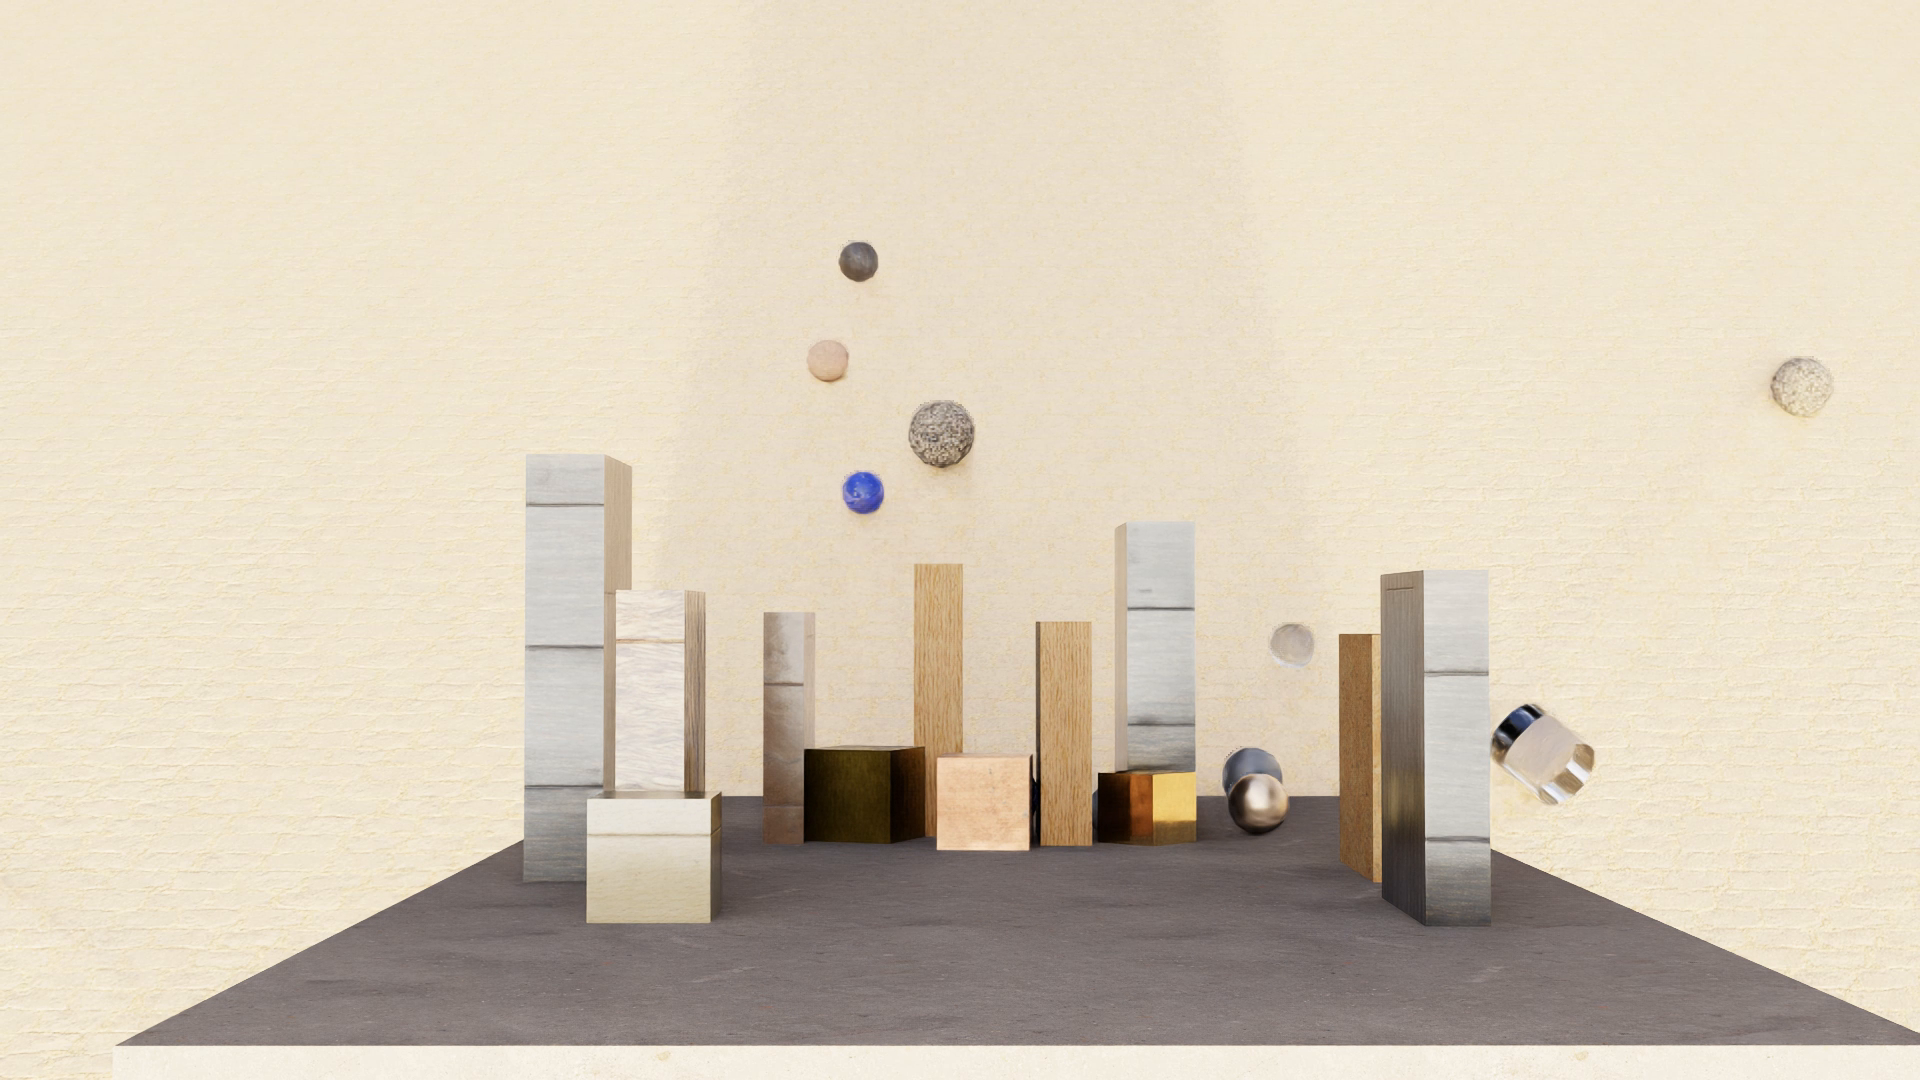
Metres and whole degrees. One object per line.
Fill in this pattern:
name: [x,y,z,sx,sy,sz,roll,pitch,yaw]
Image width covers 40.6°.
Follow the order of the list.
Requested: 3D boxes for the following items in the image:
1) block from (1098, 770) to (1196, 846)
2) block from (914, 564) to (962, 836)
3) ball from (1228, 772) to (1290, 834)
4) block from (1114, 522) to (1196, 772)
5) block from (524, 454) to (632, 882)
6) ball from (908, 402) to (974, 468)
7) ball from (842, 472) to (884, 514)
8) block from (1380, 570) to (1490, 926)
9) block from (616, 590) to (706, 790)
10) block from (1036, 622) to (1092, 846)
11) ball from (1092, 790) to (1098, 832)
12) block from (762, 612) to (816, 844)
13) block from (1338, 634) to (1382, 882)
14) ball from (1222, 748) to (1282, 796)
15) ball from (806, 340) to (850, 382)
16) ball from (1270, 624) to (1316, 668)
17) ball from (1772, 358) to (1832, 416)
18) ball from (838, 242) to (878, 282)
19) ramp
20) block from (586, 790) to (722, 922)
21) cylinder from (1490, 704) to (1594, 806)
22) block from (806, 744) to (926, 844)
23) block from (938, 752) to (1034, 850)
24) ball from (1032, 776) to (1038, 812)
block: [0.390,0.557,5.412,0.146,0.146,0.146,-2,-2,42]
block: [-0.046,0.346,5.689,0.105,0.584,0.240,0,-2,0]
ball: [0.646,0.570,5.621,0.131,0.131,0.131,0,35,0]
block: [0.433,0.304,5.818,0.147,0.675,0.446,0,-2,0]
block: [-0.704,0.232,4.813,0.140,0.759,0.394,0,-2,0]
ball: [-0.059,-0.335,8.234,0.209,0.209,0.209,0,35,0]
ball: [-0.299,-0.146,8.027,0.134,0.134,0.134,0,35,0]
block: [0.753,0.321,4.138,0.099,0.539,0.408,0,-2,0]
block: [-0.499,0.342,4.349,0.110,0.512,0.351,0,-2,0]
block: [0.218,0.403,5.515,0.105,0.460,0.348,0,-2,0]
ball: [0.329,0.576,5.538,0.115,0.115,0.115,0,35,0]
block: [-0.365,0.395,5.592,0.084,0.479,0.433,0,-2,0]
block: [0.802,0.392,4.797,0.144,0.437,0.409,0,-2,0]
ball: [0.718,0.585,6.380,0.149,0.149,0.149,0,35,0]
ball: [-0.441,-0.599,8.672,0.142,0.142,0.142,0,35,0]
ball: [0.946,0.302,7.387,0.131,0.131,0.131,0,35,0]
ball: [2.751,-0.500,8.487,0.191,0.191,0.191,0,35,0]
ball: [-0.360,-0.990,9.235,0.142,0.142,0.142,0,35,0]
ramp: [0.077,0.662,4.827,2.000,0.100,4.000,0,-2,0]
block: [-0.477,0.495,4.074,0.189,0.189,0.189,0,-2,0]
cylinder: [1.555,0.572,6.941,0.196,0.196,0.196,-19,39,-25]
block: [-0.199,0.536,5.499,0.192,0.192,0.192,-1,-2,21]
block: [0.053,0.534,5.327,0.185,0.185,0.185,0,-2,4]
ball: [0.076,0.543,5.507,0.179,0.179,0.179,0,35,0]
